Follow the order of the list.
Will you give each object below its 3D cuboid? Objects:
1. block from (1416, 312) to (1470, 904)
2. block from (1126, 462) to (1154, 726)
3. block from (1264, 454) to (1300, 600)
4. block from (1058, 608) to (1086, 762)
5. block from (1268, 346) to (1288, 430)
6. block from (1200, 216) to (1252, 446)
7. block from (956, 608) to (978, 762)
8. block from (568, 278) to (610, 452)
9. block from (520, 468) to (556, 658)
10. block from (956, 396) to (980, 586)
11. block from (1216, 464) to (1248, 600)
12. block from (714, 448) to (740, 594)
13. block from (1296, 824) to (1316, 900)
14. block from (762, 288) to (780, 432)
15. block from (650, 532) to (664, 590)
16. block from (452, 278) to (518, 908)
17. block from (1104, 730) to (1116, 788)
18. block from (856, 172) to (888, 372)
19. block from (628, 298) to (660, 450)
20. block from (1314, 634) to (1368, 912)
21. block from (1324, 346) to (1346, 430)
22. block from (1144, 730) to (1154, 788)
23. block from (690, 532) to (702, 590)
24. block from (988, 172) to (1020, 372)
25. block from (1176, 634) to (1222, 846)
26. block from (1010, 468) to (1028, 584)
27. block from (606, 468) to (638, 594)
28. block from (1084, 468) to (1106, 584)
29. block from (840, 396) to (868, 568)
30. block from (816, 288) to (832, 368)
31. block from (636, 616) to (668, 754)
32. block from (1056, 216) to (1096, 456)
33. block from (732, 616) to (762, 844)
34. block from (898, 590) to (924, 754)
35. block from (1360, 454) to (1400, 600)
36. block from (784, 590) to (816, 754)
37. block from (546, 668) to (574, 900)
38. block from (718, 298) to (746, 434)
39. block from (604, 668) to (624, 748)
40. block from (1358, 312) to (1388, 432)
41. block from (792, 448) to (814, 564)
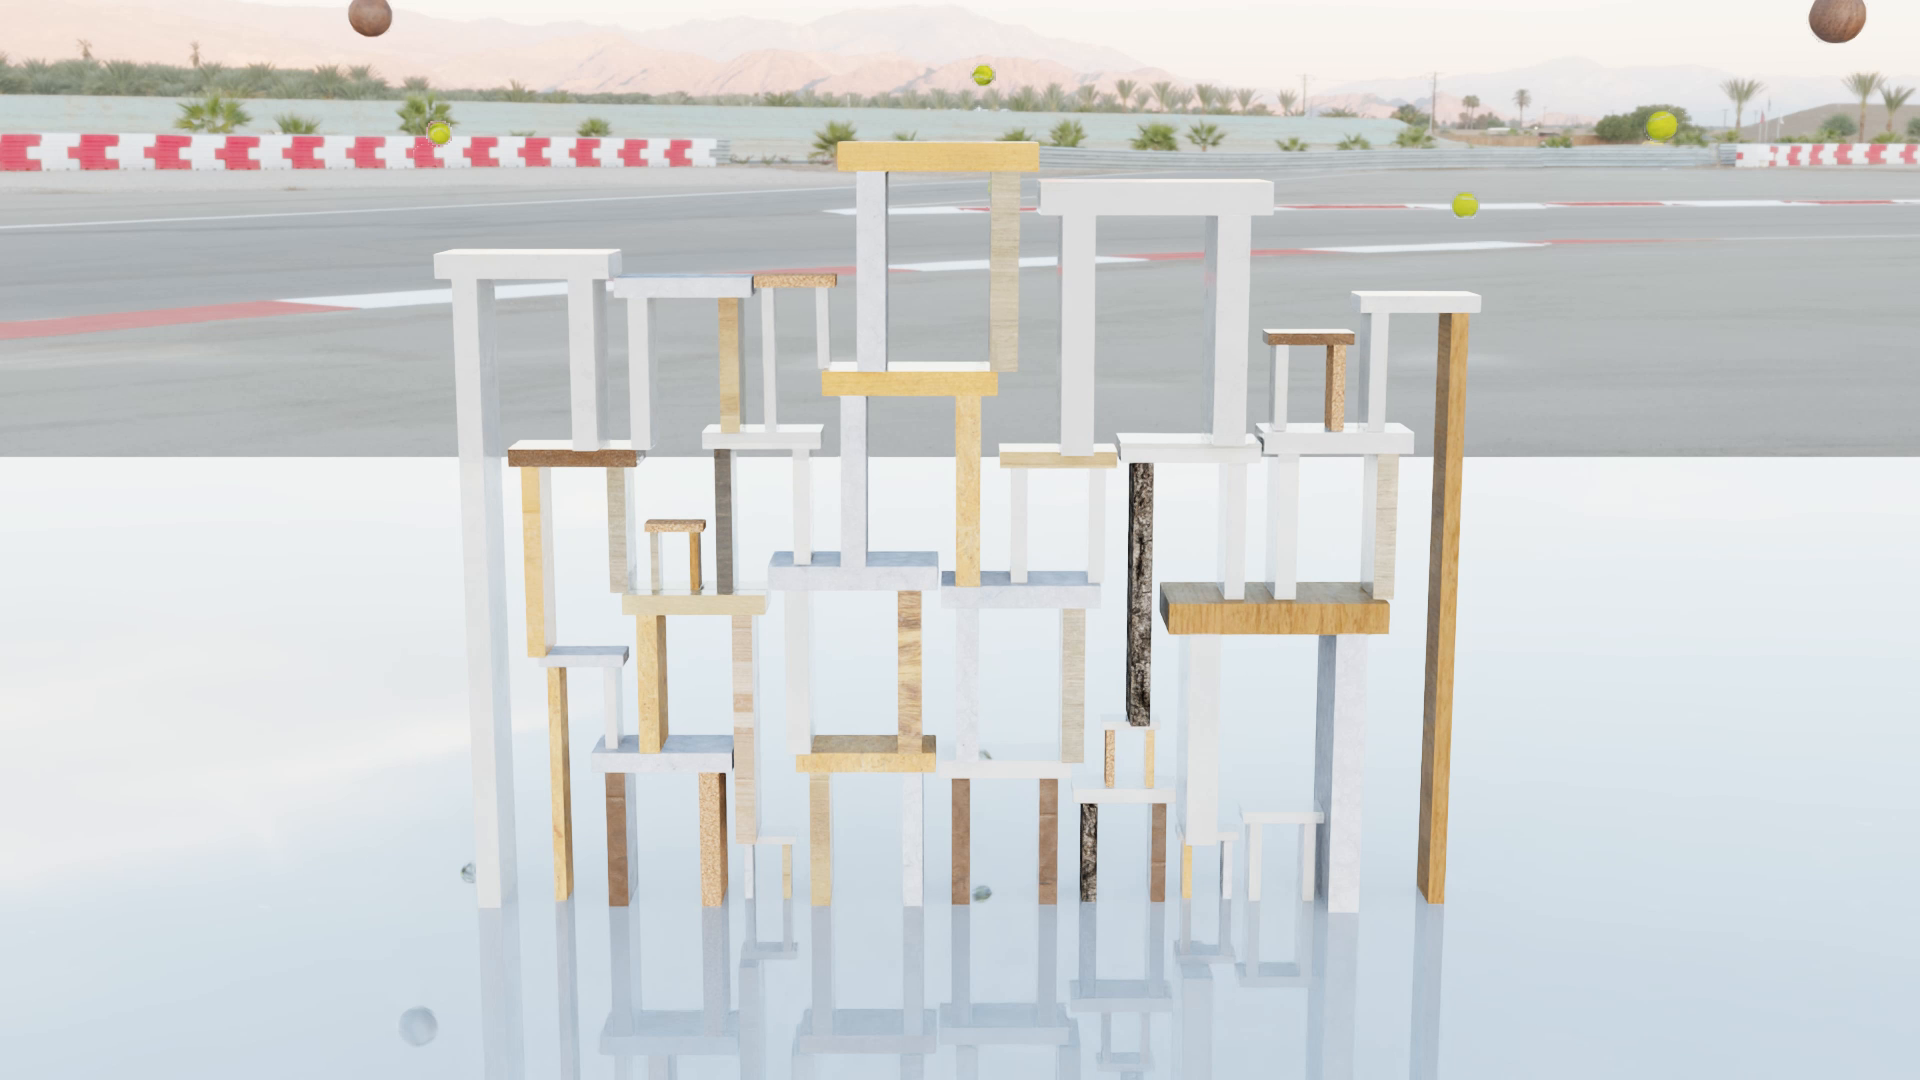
[{"bbox_3d":[0.784,0.113,3.578,0.027,0.971,0.094,0,11,0],"label":"block"},{"bbox_3d":[0.291,0.080,3.571,0.031,0.431,0.111,0,11,0],"label":"block"},{"bbox_3d":[0.520,-0.031,3.554,0.033,0.236,0.118,0,11,0],"label":"block"},{"bbox_3d":[0.183,0.223,3.598,0.036,0.256,0.128,0,11,0],"label":"block"},{"bbox_3d":[0.509,-0.247,3.514,0.019,0.136,0.068,0,11,0],"label":"block"},{"bbox_3d":[0.422,-0.340,3.500,0.051,0.357,0.179,0,11,0],"label":"block"},{"bbox_3d":[0.012,0.223,3.598,0.036,0.256,0.128,0,11,0],"label":"block"},{"bbox_3d":[-0.590,-0.285,3.505,0.038,0.270,0.135,0,11,0],"label":"block"},{"bbox_3d":[-0.683,0.028,3.568,0.029,0.310,0.102,0,11,0],"label":"block"},{"bbox_3d":[0.013,-0.088,3.541,0.039,0.305,0.137,0,11,0],"label":"block"},{"bbox_3d":[0.439,-0.023,3.552,0.031,0.221,0.111,0,11,0],"label":"block"},{"bbox_3d":[-0.377,-0.038,3.554,0.027,0.233,0.094,0,11,0],"label":"block"},{"bbox_3d":[0.576,0.525,3.656,0.019,0.133,0.067,0,11,0],"label":"block"},{"bbox_3d":[-0.302,-0.291,3.505,0.018,0.227,0.064,-1,11,0],"label":"block"},{"bbox_3d":[-0.492,0.030,3.568,0.013,0.094,0.047,0,11,0],"label":"block"},{"bbox_3d":[-0.771,0.086,3.575,0.038,1.025,0.135,0,11,0],"label":"block"},{"bbox_3d":[0.246,0.353,3.621,0.014,0.097,0.049,0,11,0],"label":"block"},{"bbox_3d":[-0.137,-0.428,3.475,0.044,0.309,0.154,0,11,0],"label":"block"},{"bbox_3d":[-0.505,-0.270,3.509,0.030,0.240,0.107,0,11,0],"label":"block"},{"bbox_3d":[0.624,0.362,3.624,0.050,0.464,0.175,0,11,0],"label":"block"},{"bbox_3d":[0.599,-0.247,3.514,0.019,0.136,0.068,0,11,0],"label":"block"},{"bbox_3d":[0.311,0.353,3.621,0.014,0.097,0.049,0,11,0],"label":"block"},{"bbox_3d":[-0.429,0.030,3.568,0.013,0.094,0.047,0,11,0],"label":"block"},{"bbox_3d":[0.069,-0.428,3.477,0.044,0.309,0.154,0,11,0],"label":"block"},{"bbox_3d":[0.391,0.306,3.614,0.050,0.350,0.175,0,10,0],"label":"block"},{"bbox_3d":[0.095,-0.031,3.558,0.026,0.186,0.093,0,11,0],"label":"block"},{"bbox_3d":[-0.547,-0.024,3.559,0.029,0.204,0.102,0,11,0],"label":"block"},{"bbox_3d":[0.219,-0.031,3.559,0.026,0.186,0.093,0,11,0],"label":"block"},{"bbox_3d":[-0.169,-0.104,3.539,0.039,0.274,0.137,0,10,-1],"label":"block"},{"bbox_3d":[-0.216,-0.340,3.497,0.018,0.128,0.064,-1,11,0],"label":"block"},{"bbox_3d":[-0.503,0.222,3.596,0.033,0.229,0.115,0,11,0],"label":"block"},{"bbox_3d":[0.184,-0.332,3.501,0.051,0.374,0.179,0,11,0],"label":"block"},{"bbox_3d":[-0.350,0.298,3.610,0.033,0.383,0.115,0,11,0],"label":"block"},{"bbox_3d":[-0.081,0.202,3.600,0.038,0.271,0.135,0,11,0],"label":"block"},{"bbox_3d":[0.677,-0.031,3.554,0.033,0.236,0.118,0,11,0],"label":"block"},{"bbox_3d":[-0.261,0.202,3.601,0.038,0.271,0.135,0,11,0],"label":"block"},{"bbox_3d":[-0.660,0.395,3.633,0.019,0.397,0.068,0,11,0],"label":"block"},{"bbox_3d":[-0.363,-0.284,3.507,0.030,0.213,0.107,0,11,0],"label":"block"},{"bbox_3d":[-0.569,0.267,3.609,0.019,0.137,0.068,0,11,0],"label":"block"},{"bbox_3d":[0.658,-0.272,3.507,0.027,0.188,0.094,0,11,0],"label":"block"},{"bbox_3d":[-0.252,-0.061,3.550,0.027,0.187,0.094,0,11,0],"label":"block"}]
